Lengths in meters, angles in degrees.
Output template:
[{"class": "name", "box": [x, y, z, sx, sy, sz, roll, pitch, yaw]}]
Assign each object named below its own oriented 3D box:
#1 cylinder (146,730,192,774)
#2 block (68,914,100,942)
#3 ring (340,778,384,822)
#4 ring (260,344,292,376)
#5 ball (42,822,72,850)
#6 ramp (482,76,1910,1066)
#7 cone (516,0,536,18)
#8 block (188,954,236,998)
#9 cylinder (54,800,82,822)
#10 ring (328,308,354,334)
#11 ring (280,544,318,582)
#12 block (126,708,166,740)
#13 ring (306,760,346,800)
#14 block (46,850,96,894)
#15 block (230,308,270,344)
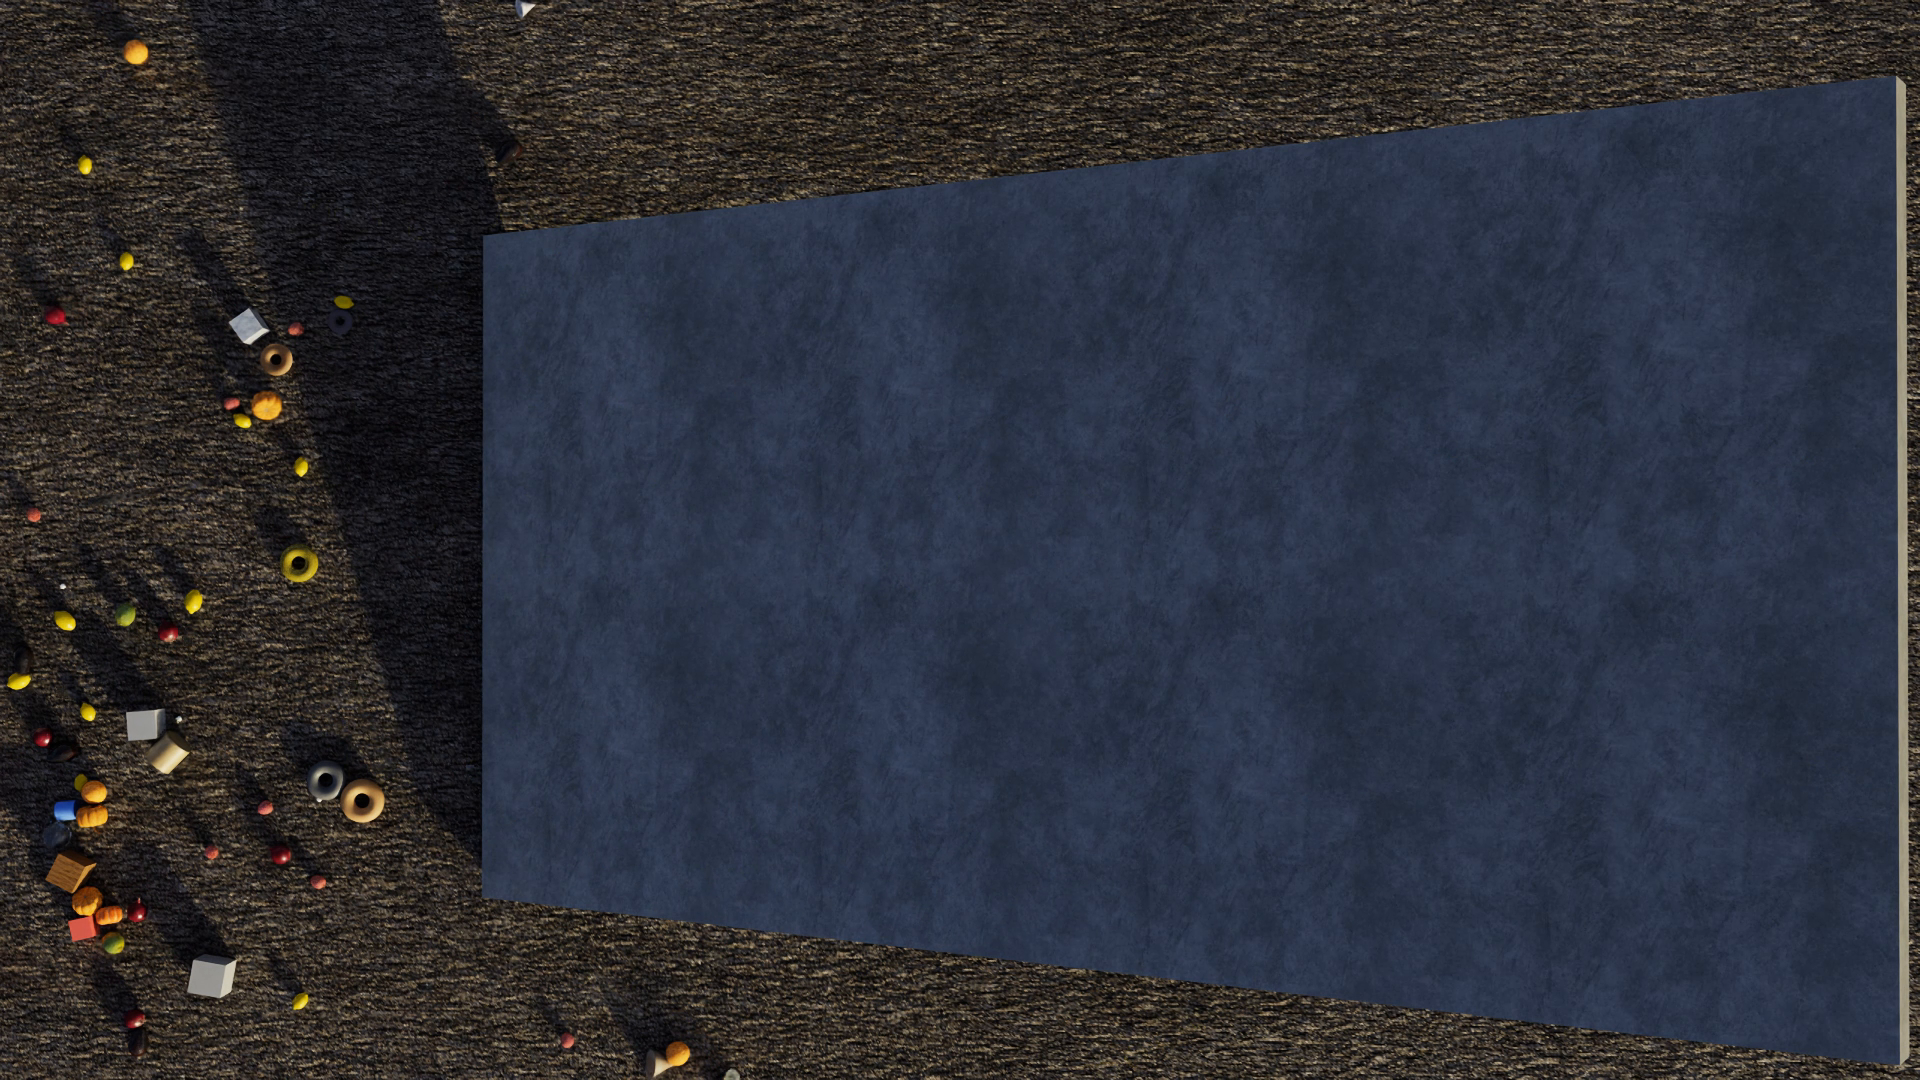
[{"class": "cylinder", "box": [-2.404, 0.645, 6.679, 0.093, 0.093, 0.093, 45, 90, 0]}, {"class": "block", "box": [-2.663, 1.178, 6.690, 0.062, 0.062, 0.062, -13, 90, 0]}, {"class": "ring", "box": [-1.821, 0.794, 6.702, 0.134, 0.045, 0.134, 0, 91, 0]}, {"class": "ring", "box": [-2.090, -0.551, 6.719, 0.098, 0.033, 0.098, 0, 91, 0]}, {"class": "ball", "box": [-2.744, 0.899, 6.682, 0.081, 0.081, 0.081, 0, 90, 0]}, {"class": "ramp", "box": [0.254, 0.070, 5.587, 4.000, 0.100, 2.000, 0, 89, 33]}, {"class": "cone", "box": [-1.324, -1.632, 6.732, 0.055, 0.055, 0.055, -22, 89, -27]}, {"class": "block", "box": [-2.268, 1.322, 6.670, 0.100, 0.100, 0.100, 10, 90, 0]}, {"class": "cylinder", "box": [-2.716, 0.823, 6.695, 0.059, 0.059, 0.059, -7, 90, 4]}, {"class": "ring", "box": [-1.895, -0.670, 6.723, 0.078, 0.026, 0.078, 0, 89, -1]}, {"class": "ring", "box": [-2.018, 0.070, 6.711, 0.117, 0.039, 0.117, 0, 90, -1]}, {"class": "block", "box": [-2.472, 0.560, 6.683, 0.086, 0.086, 0.086, -4, 90, 0]}, {"class": "ring", "box": [-1.931, 0.732, 6.704, 0.122, 0.041, 0.122, 0, 88, 0]}, {"class": "block", "box": [-2.699, 1.006, 6.677, 0.090, 0.090, 0.090, 27, 90, 0]}, {"class": "block", "box": [-2.163, -0.650, 6.699, 0.075, 0.075, 0.075, -35, 90, 0]}]
